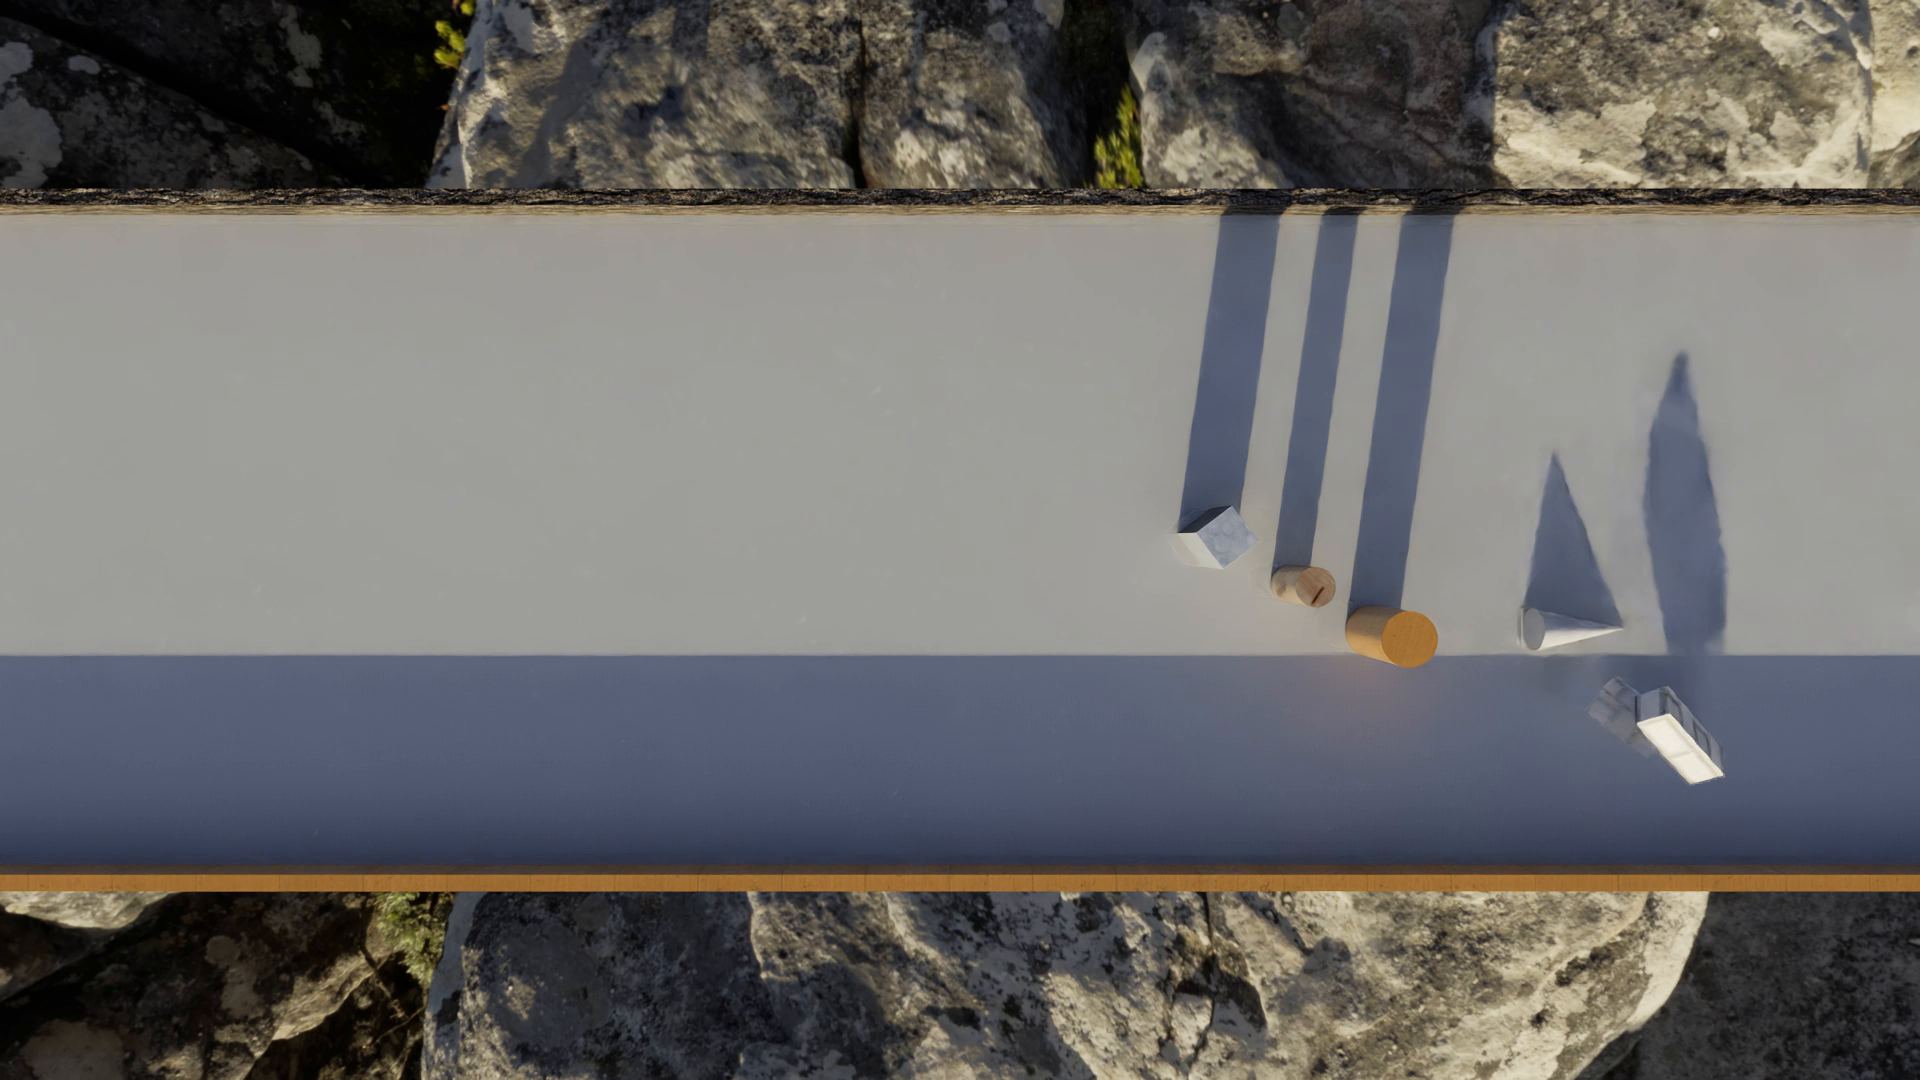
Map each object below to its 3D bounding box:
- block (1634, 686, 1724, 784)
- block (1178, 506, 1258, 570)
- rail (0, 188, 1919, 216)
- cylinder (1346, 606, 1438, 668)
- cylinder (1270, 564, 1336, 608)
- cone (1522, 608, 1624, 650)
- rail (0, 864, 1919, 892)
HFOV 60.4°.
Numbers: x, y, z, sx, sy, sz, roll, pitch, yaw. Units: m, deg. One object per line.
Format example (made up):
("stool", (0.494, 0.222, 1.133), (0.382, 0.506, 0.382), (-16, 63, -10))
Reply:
("block", (2.156, 0.587, 4.945), (0.105, 0.105, 0.320), (-27, 120, 39))
("block", (0.759, -0.008, 4.877), (0.129, 0.399, 0.129), (-37, 90, 0))
("rail", (-2.247, -1.025, 5.002), (12.000, 0.150, 0.050), (0, 90, 0))
("cylinder", (1.265, 0.280, 4.858), (0.160, 0.437, 0.160), (0, 90, 0))
("cylinder", (1.013, 0.134, 4.885), (0.116, 0.383, 0.116), (0, 90, 0))
("cone", (1.896, 0.273, 5.045), (0.313, 0.128, 0.128), (0, 90, -12))
("rail", (-2.247, 1.025, 5.001), (12.000, 0.150, 0.050), (0, 90, 0))
